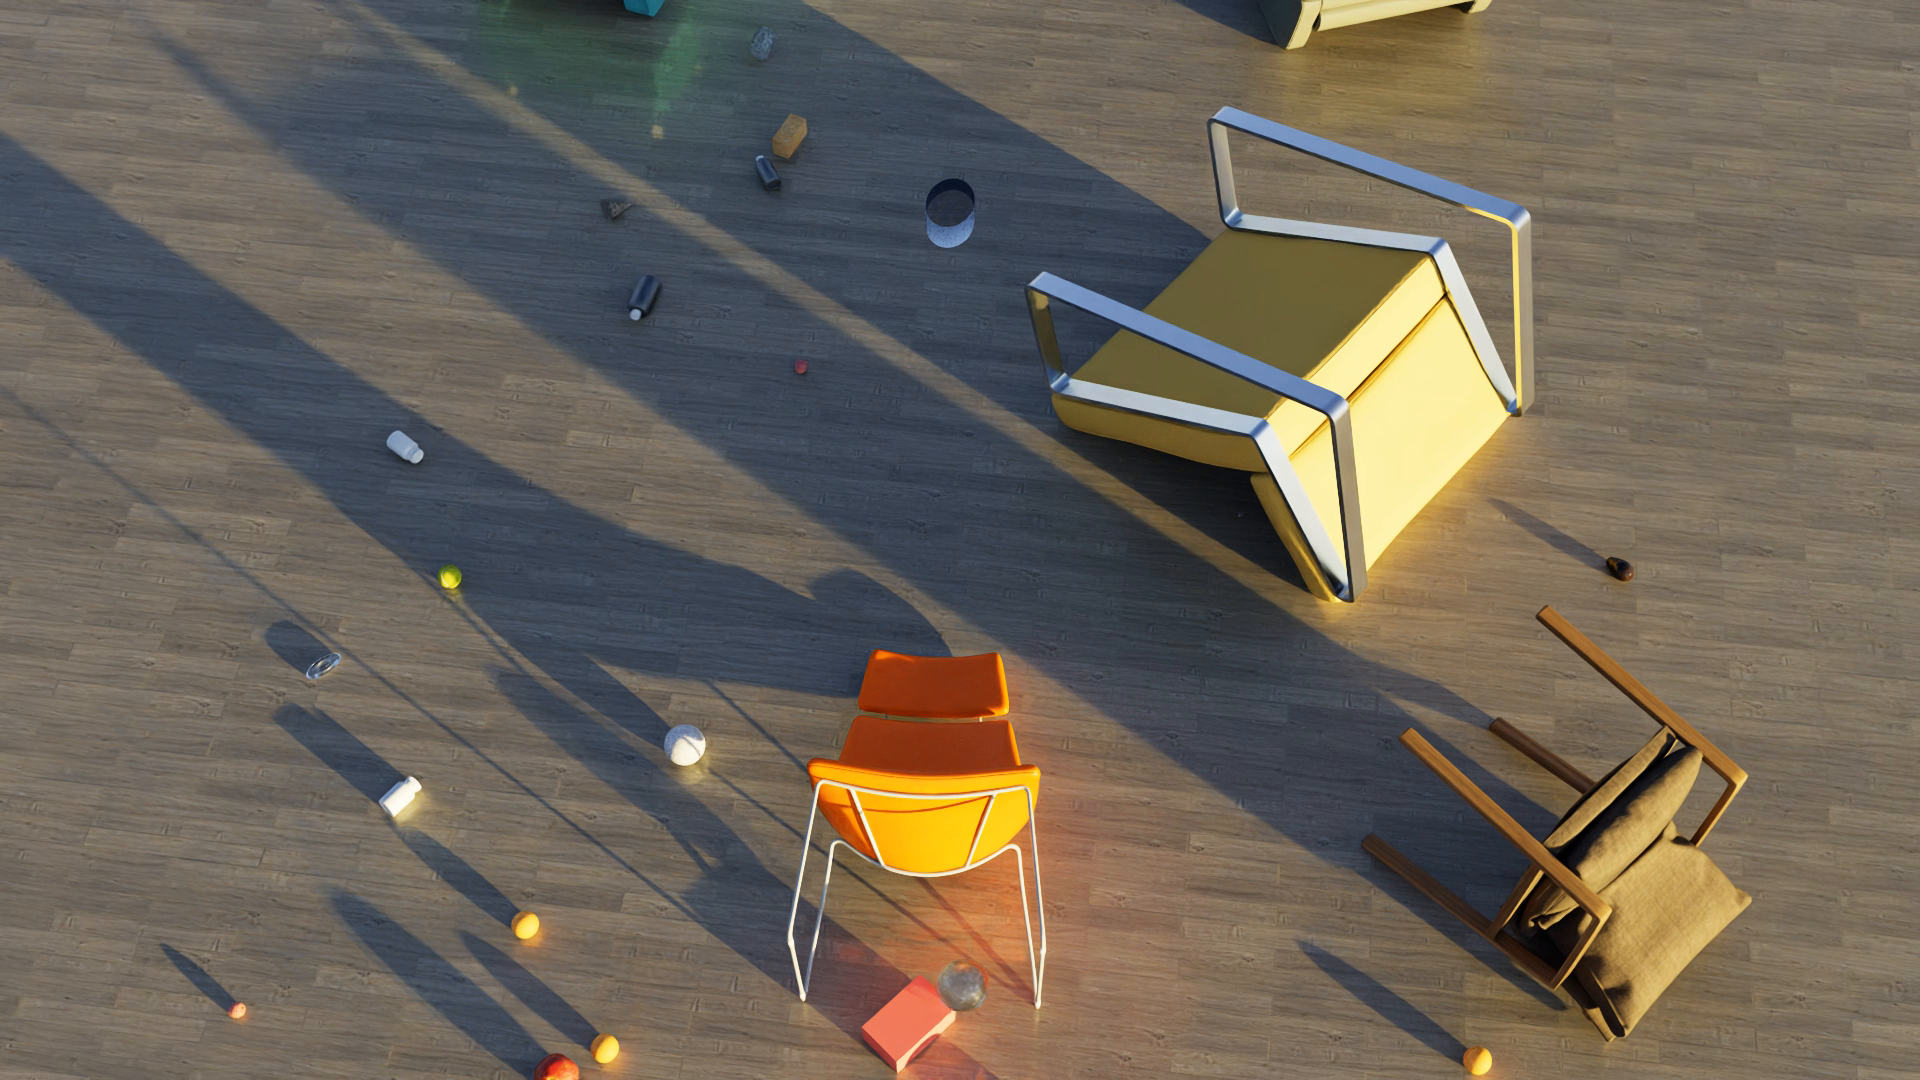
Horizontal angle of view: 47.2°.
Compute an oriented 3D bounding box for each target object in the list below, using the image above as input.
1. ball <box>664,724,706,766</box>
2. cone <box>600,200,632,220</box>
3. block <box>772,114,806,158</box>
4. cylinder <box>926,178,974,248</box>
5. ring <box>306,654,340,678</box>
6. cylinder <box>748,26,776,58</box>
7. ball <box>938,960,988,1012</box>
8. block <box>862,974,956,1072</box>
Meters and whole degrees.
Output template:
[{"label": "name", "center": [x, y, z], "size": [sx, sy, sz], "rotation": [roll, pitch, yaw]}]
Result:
[{"label": "ball", "center": [-0.767, 0.570, 6.122], "size": [0.115, 0.115, 0.115], "rotation": [0, 56, 0]}, {"label": "cone", "center": [-1.127, -1.107, 7.299], "size": [0.103, 0.061, 0.085], "rotation": [-19, 54, -32]}, {"label": "block", "center": [-0.578, -1.369, 7.451], "size": [0.058, 0.068, 0.135], "rotation": [22, 59, 14]}, {"label": "cylinder", "center": [-0.032, -1.076, 7.235], "size": [0.158, 0.101, 0.216], "rotation": [9, 57, 6]}, {"label": "ring", "center": [-1.827, 0.362, 6.315], "size": [0.111, 0.027, 0.049], "rotation": [-36, 65, -21]}, {"label": "cylinder", "center": [-0.693, -1.744, 7.710], "size": [0.071, 0.053, 0.103], "rotation": [31, 51, -18]}, {"label": "ball", "center": [0.007, 1.146, 5.646], "size": [0.131, 0.131, 0.131], "rotation": [0, 56, 0]}, {"label": "block", "center": [-0.132, 1.250, 5.687], "size": [0.207, 0.081, 0.130], "rotation": [-39, 64, -23]}]
